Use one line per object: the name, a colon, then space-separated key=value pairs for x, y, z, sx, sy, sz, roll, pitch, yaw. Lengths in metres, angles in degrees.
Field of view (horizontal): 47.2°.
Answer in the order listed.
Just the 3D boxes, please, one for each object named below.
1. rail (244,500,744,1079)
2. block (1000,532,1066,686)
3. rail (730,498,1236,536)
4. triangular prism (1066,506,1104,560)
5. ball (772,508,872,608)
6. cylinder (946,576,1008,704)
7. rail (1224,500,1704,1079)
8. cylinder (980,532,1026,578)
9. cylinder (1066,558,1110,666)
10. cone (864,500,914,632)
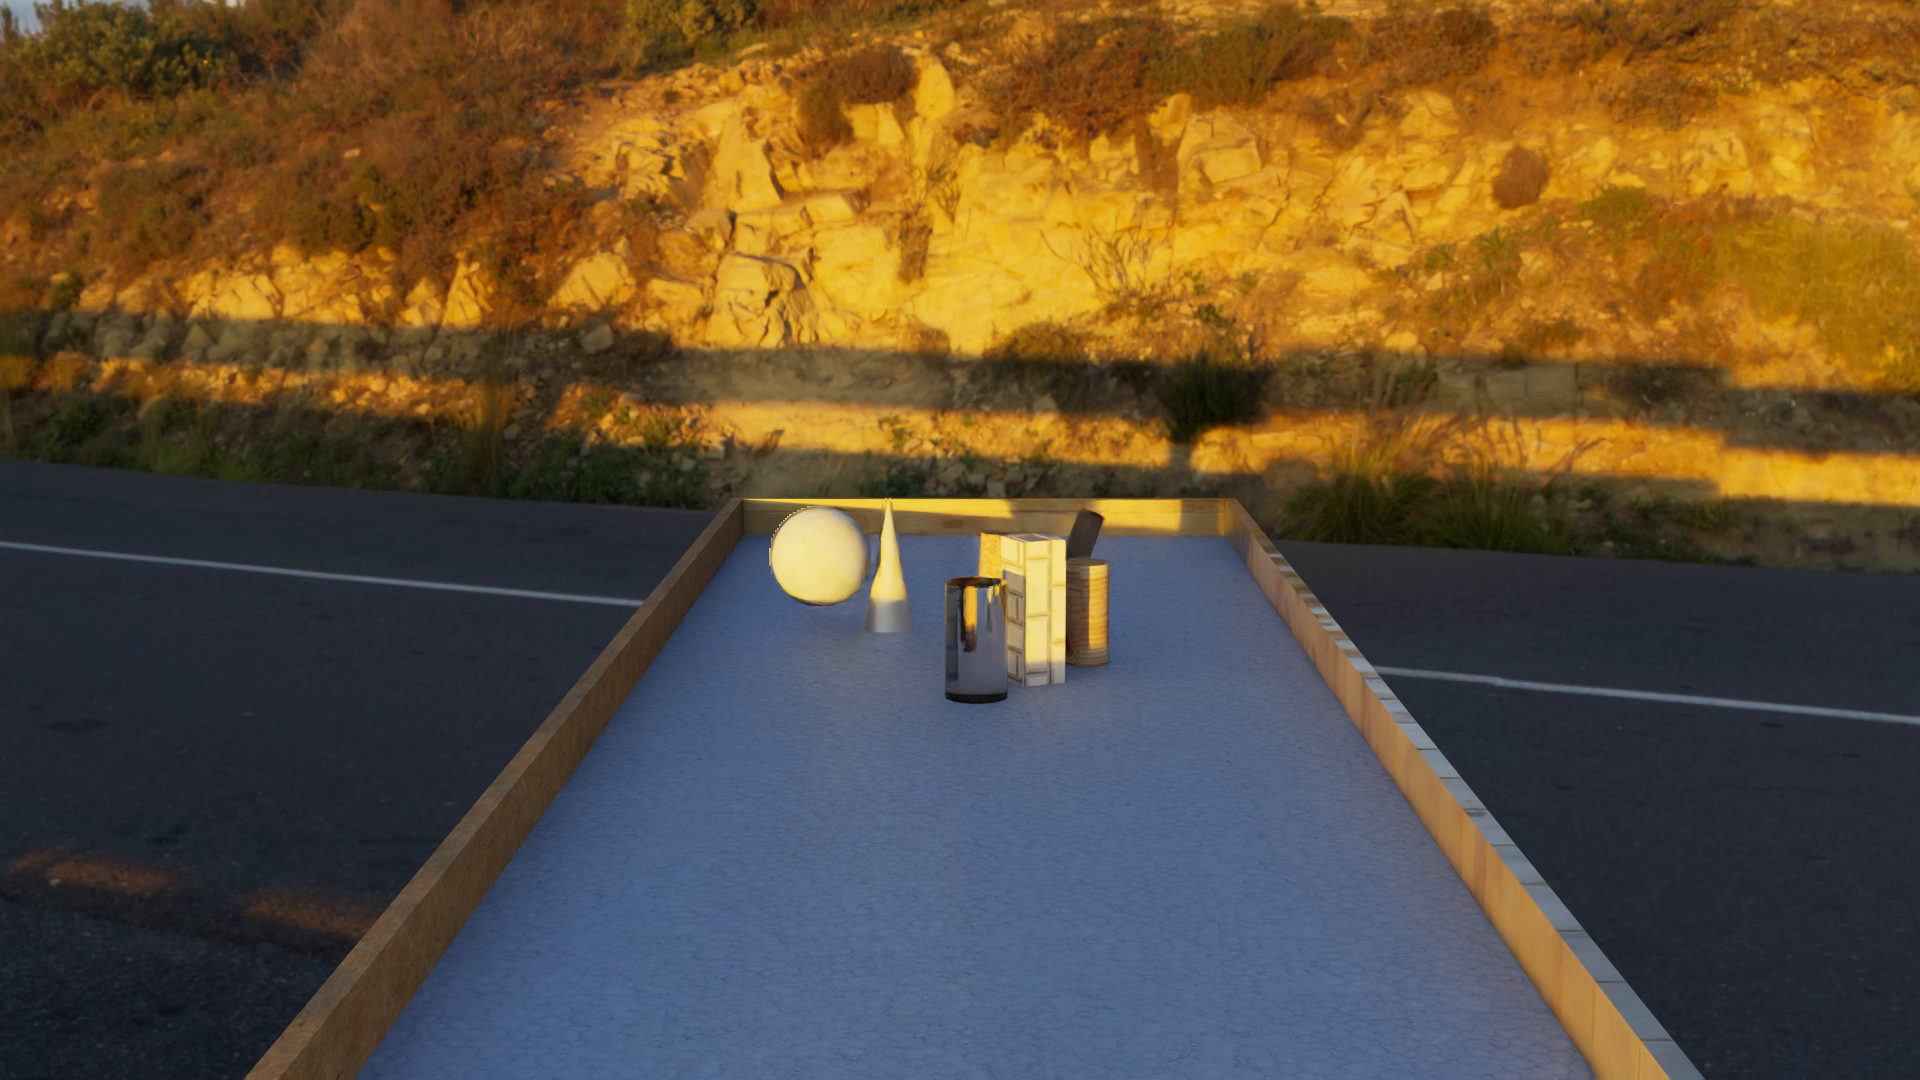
rail: x=-1.004 y=0.839 z=3.234 sx=0.050 sy=0.150 sz=12.000 roll=0 pitch=9 yaw=1
block: x=0.212 y=0.201 z=6.394 sx=0.139 sy=0.421 sz=0.139 roll=-4 pitch=10 yaw=-25
rail: x=0.099 y=-0.098 z=9.147 sx=2.100 sy=0.150 sz=0.050 roll=0 pitch=9 yaw=1
triangular prism: x=0.340 y=0.110 z=7.019 sx=0.087 sy=0.428 sz=0.076 roll=22 pitch=-8 yaw=-13
ball: x=-0.447 y=0.055 z=7.098 sx=0.322 sy=0.322 sz=0.322 roll=0 pitch=9 yaw=0
cylinder: x=0.046 y=0.281 z=6.189 sx=0.176 sy=0.328 sz=0.176 roll=0 pitch=9 yaw=0
rail: x=1.046 y=0.843 z=3.208 sx=0.050 sy=0.150 sz=12.000 roll=0 pitch=9 yaw=1
cylinder: x=0.146 y=0.151 z=6.917 sx=0.175 sy=0.342 sz=0.175 roll=3 pitch=5 yaw=0
cylinder: x=0.380 y=0.218 z=6.652 sx=0.144 sy=0.307 sz=0.144 roll=0 pitch=9 yaw=0
cone: x=-0.232 y=0.074 z=7.177 sx=0.168 sy=0.427 sz=0.168 roll=0 pitch=9 yaw=0
